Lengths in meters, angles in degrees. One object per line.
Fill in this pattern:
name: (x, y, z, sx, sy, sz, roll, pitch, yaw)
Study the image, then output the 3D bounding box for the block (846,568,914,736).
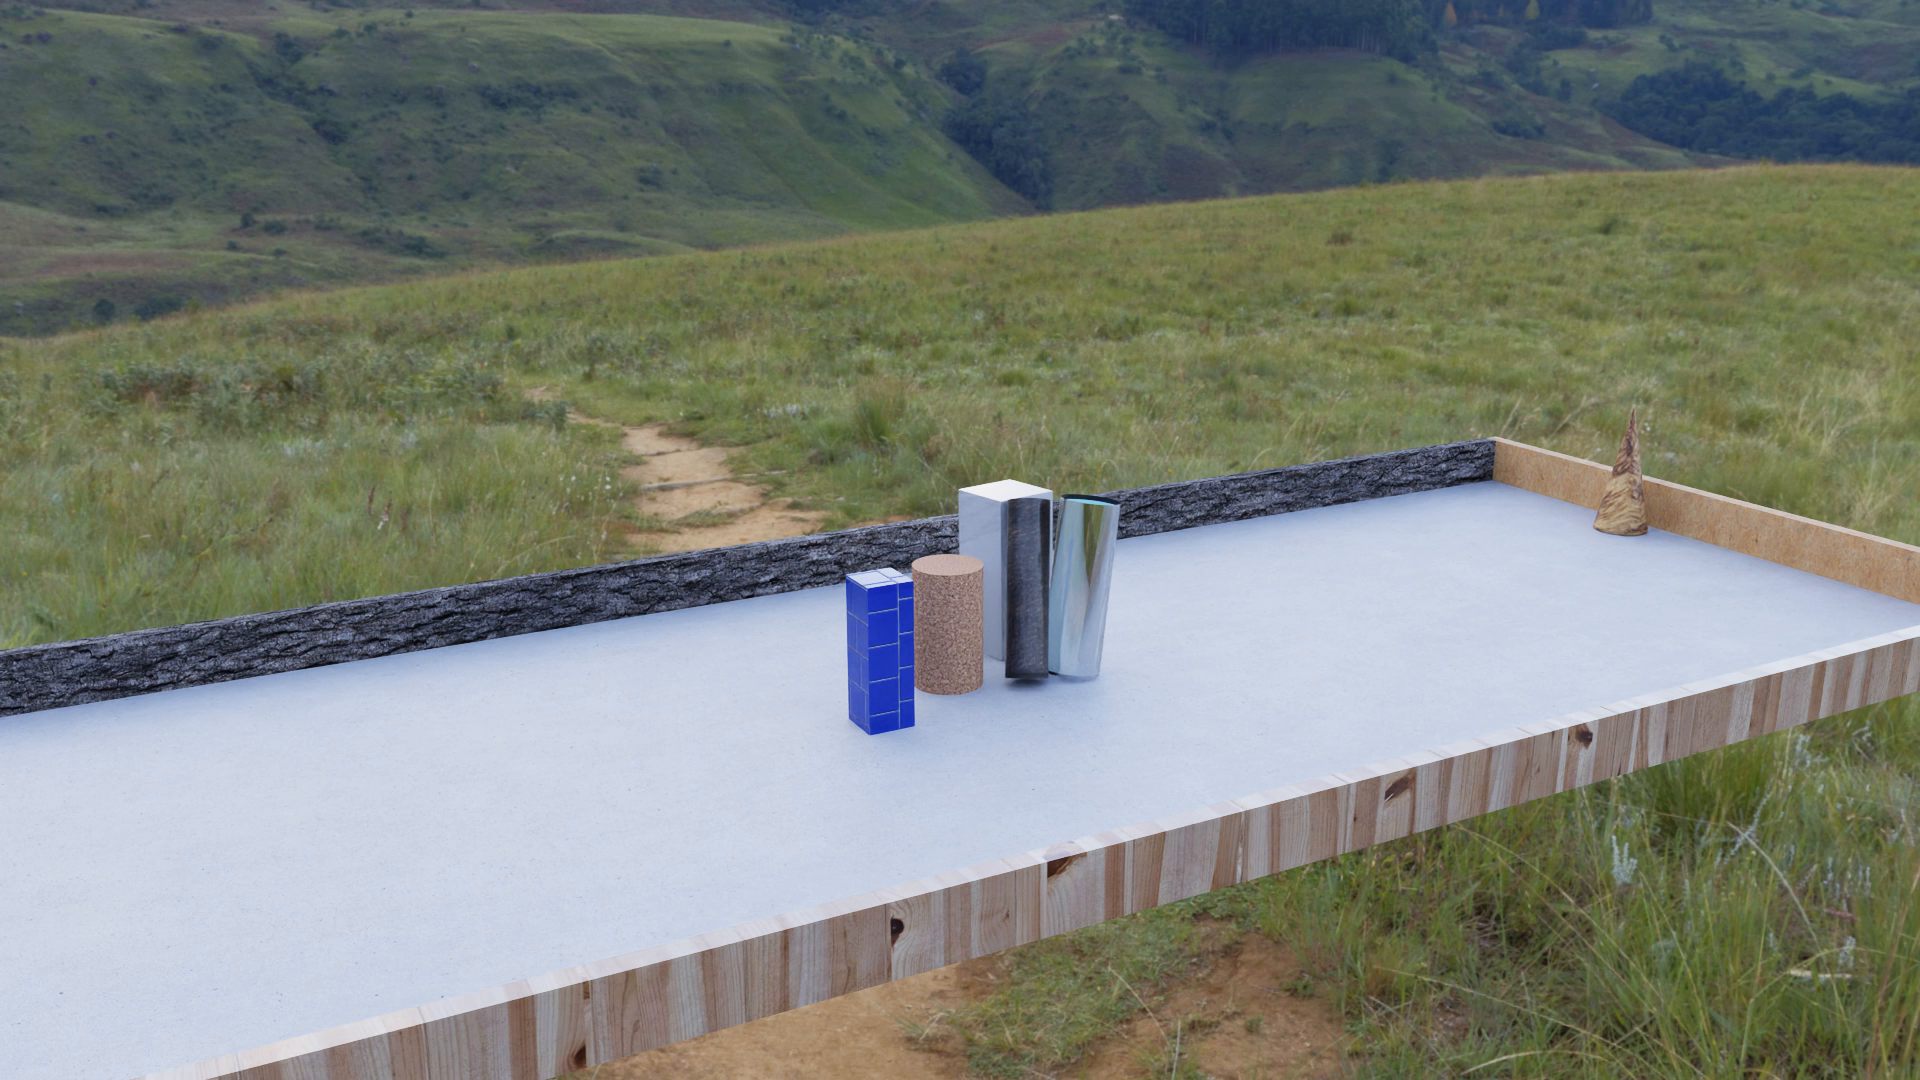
block: (-0.185, 0.258, 3.841, 0.117, 0.358, 0.117, -9, 18, -27)

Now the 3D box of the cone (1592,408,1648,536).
cone: (2.193, -0.237, 5.421, 0.173, 0.417, 0.173, 0, 16, 0)

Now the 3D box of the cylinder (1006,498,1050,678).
cylinder: (0.170, 0.122, 4.132, 0.108, 0.446, 0.108, 1, -6, 0)

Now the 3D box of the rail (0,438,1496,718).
rail: (-3.305, 0.497, 3.399, 12.000, 0.150, 0.050, -9, 18, -27)

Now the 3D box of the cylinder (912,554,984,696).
cylinder: (-0.031, 0.209, 4.097, 0.177, 0.309, 0.177, 0, 16, 0)

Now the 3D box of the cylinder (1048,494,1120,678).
cylinder: (0.302, 0.115, 4.147, 0.151, 0.442, 0.151, 6, 10, -1)

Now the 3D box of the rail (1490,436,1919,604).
rail: (2.466, -0.048, 5.253, 0.050, 0.150, 2.100, -9, 18, -27)

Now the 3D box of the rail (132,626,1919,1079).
rail: (-2.336, 1.006, 1.665, 12.000, 0.150, 0.050, -9, 18, -27)

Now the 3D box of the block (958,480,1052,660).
block: (0.121, 0.075, 4.339, 0.174, 0.425, 0.174, -12, 19, -36)
